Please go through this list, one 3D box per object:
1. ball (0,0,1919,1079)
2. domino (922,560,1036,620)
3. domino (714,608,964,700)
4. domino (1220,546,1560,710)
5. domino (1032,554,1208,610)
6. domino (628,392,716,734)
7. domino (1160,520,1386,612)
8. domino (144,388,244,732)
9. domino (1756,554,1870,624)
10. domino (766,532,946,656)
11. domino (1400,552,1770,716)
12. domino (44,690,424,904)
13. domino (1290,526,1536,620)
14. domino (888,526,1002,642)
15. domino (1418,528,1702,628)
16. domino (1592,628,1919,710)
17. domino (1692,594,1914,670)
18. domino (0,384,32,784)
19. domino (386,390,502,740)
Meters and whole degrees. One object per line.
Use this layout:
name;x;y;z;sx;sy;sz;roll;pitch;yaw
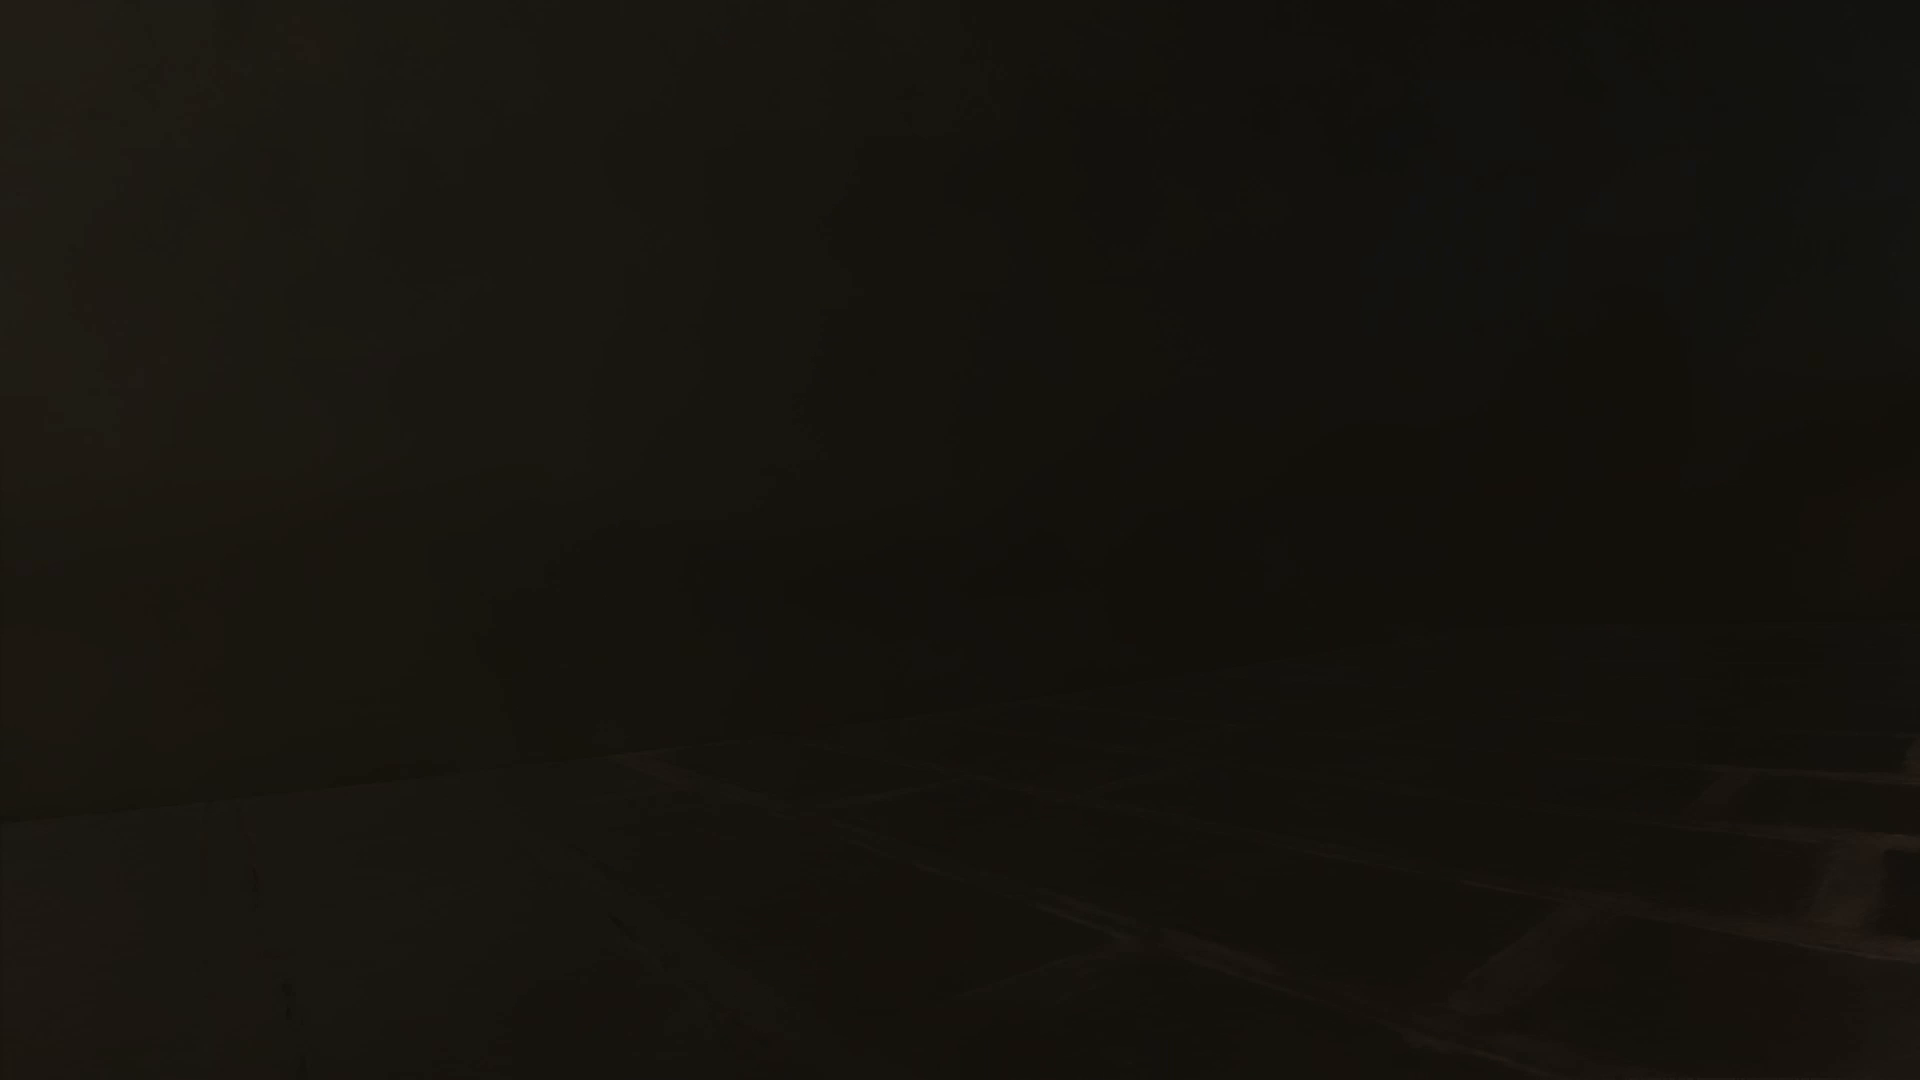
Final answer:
ball;-0.016;0.000;0.040;0.080;0.080;0.080;0;4;0
domino;0.003;0.013;0.337;0.025;0.010;0.050;0;4;-6
domino;-0.027;0.020;0.236;0.050;0.010;0.025;3;5;32
domino;0.072;0.014;0.215;0.050;0.010;0.025;-20;6;-22
domino;0.045;0.011;0.357;0.025;0.009;0.050;4;6;40
domino;-0.044;0.003;0.199;0.010;0.050;0.025;0;4;-5
domino;0.079;0.007;0.324;0.050;0.010;0.025;-17;-5;30
domino;-0.110;0.004;0.185;0.010;0.050;0.025;-2;5;-28
domino;0.140;0.013;0.246;0.025;0.010;0.050;-2;-11;-29
domino;-0.024;0.011;0.282;0.025;0.009;0.050;-36;16;-15
domino;0.103;0.015;0.213;0.050;0.009;0.025;-17;6;-11
domino;-0.078;0.027;0.145;0.025;0.010;0.050;-1;4;-14
domino;0.107;0.008;0.305;0.050;0.010;0.025;-18;-7;37
domino;-0.010;0.009;0.300;0.025;0.010;0.050;-36;13;-11
domino;0.126;0.009;0.271;0.025;0.010;0.050;-3;-14;-28
domino;0.137;0.021;0.219;0.050;0.010;0.025;0;4;-2
domino;0.166;0.018;0.268;0.025;0.009;0.050;-1;4;-8
domino;-0.132;0.005;0.161;0.025;0.050;0.009;1;4;15
domino;-0.078;0.003;0.195;0.009;0.050;0.025;-1;4;-9
